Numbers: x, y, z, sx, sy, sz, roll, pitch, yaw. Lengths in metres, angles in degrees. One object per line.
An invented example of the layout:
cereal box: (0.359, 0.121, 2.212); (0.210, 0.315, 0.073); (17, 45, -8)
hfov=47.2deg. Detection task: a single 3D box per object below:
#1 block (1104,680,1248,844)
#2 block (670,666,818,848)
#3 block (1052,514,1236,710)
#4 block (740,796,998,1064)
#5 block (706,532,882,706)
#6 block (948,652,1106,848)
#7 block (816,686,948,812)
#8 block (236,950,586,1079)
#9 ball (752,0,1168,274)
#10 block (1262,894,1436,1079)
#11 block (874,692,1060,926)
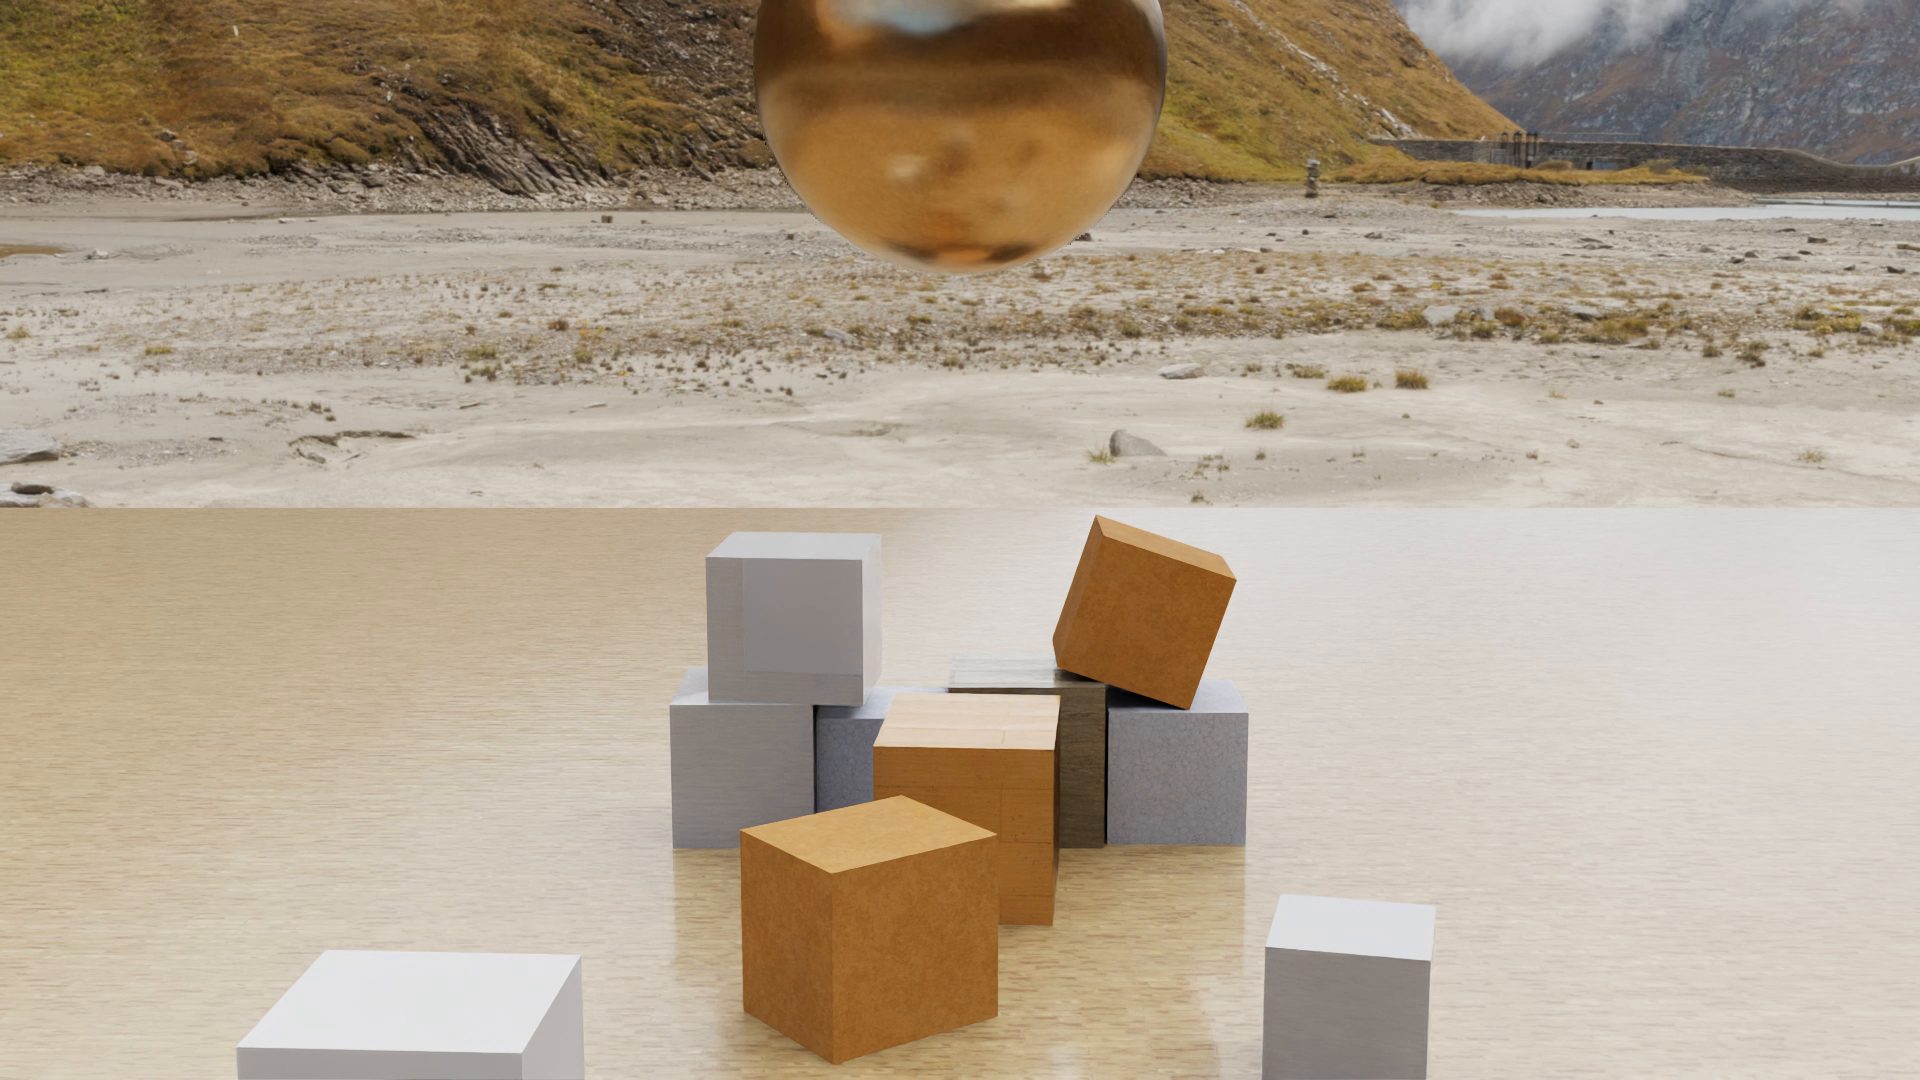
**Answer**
block: (1.093, 1.140, 11.376); (0.700, 0.687, 0.682); (0, 10, 0)
block: (-1.086, 1.112, 11.375); (0.712, 0.743, 0.806); (0, 10, 0)
block: (0.929, 0.360, 11.250); (0.700, 0.705, 0.624); (18, 10, -3)
block: (-0.366, 1.550, 8.891); (0.797, 0.768, 0.671); (-8, 13, -36)
block: (-0.832, 0.389, 11.213); (0.779, 0.738, 0.724); (1, 10, 5)
block: (0.334, 1.072, 11.346); (0.779, 0.831, 0.757); (0, 10, 0)
block: (-0.390, 1.156, 11.396); (0.664, 0.649, 0.653); (0, 10, 0)
block: (-1.722, 1.858, 7.057); (0.869, 0.818, 0.807); (1, 10, 3)
ball: (0.000, -1.833, 8.500); (1.600, 1.600, 1.600); (0, 10, 0)
block: (1.476, 1.742, 8.319); (0.594, 0.595, 0.594); (3, 11, 14)
block: (0.052, 1.249, 10.392); (0.811, 0.825, 0.978); (1, 10, 4)
